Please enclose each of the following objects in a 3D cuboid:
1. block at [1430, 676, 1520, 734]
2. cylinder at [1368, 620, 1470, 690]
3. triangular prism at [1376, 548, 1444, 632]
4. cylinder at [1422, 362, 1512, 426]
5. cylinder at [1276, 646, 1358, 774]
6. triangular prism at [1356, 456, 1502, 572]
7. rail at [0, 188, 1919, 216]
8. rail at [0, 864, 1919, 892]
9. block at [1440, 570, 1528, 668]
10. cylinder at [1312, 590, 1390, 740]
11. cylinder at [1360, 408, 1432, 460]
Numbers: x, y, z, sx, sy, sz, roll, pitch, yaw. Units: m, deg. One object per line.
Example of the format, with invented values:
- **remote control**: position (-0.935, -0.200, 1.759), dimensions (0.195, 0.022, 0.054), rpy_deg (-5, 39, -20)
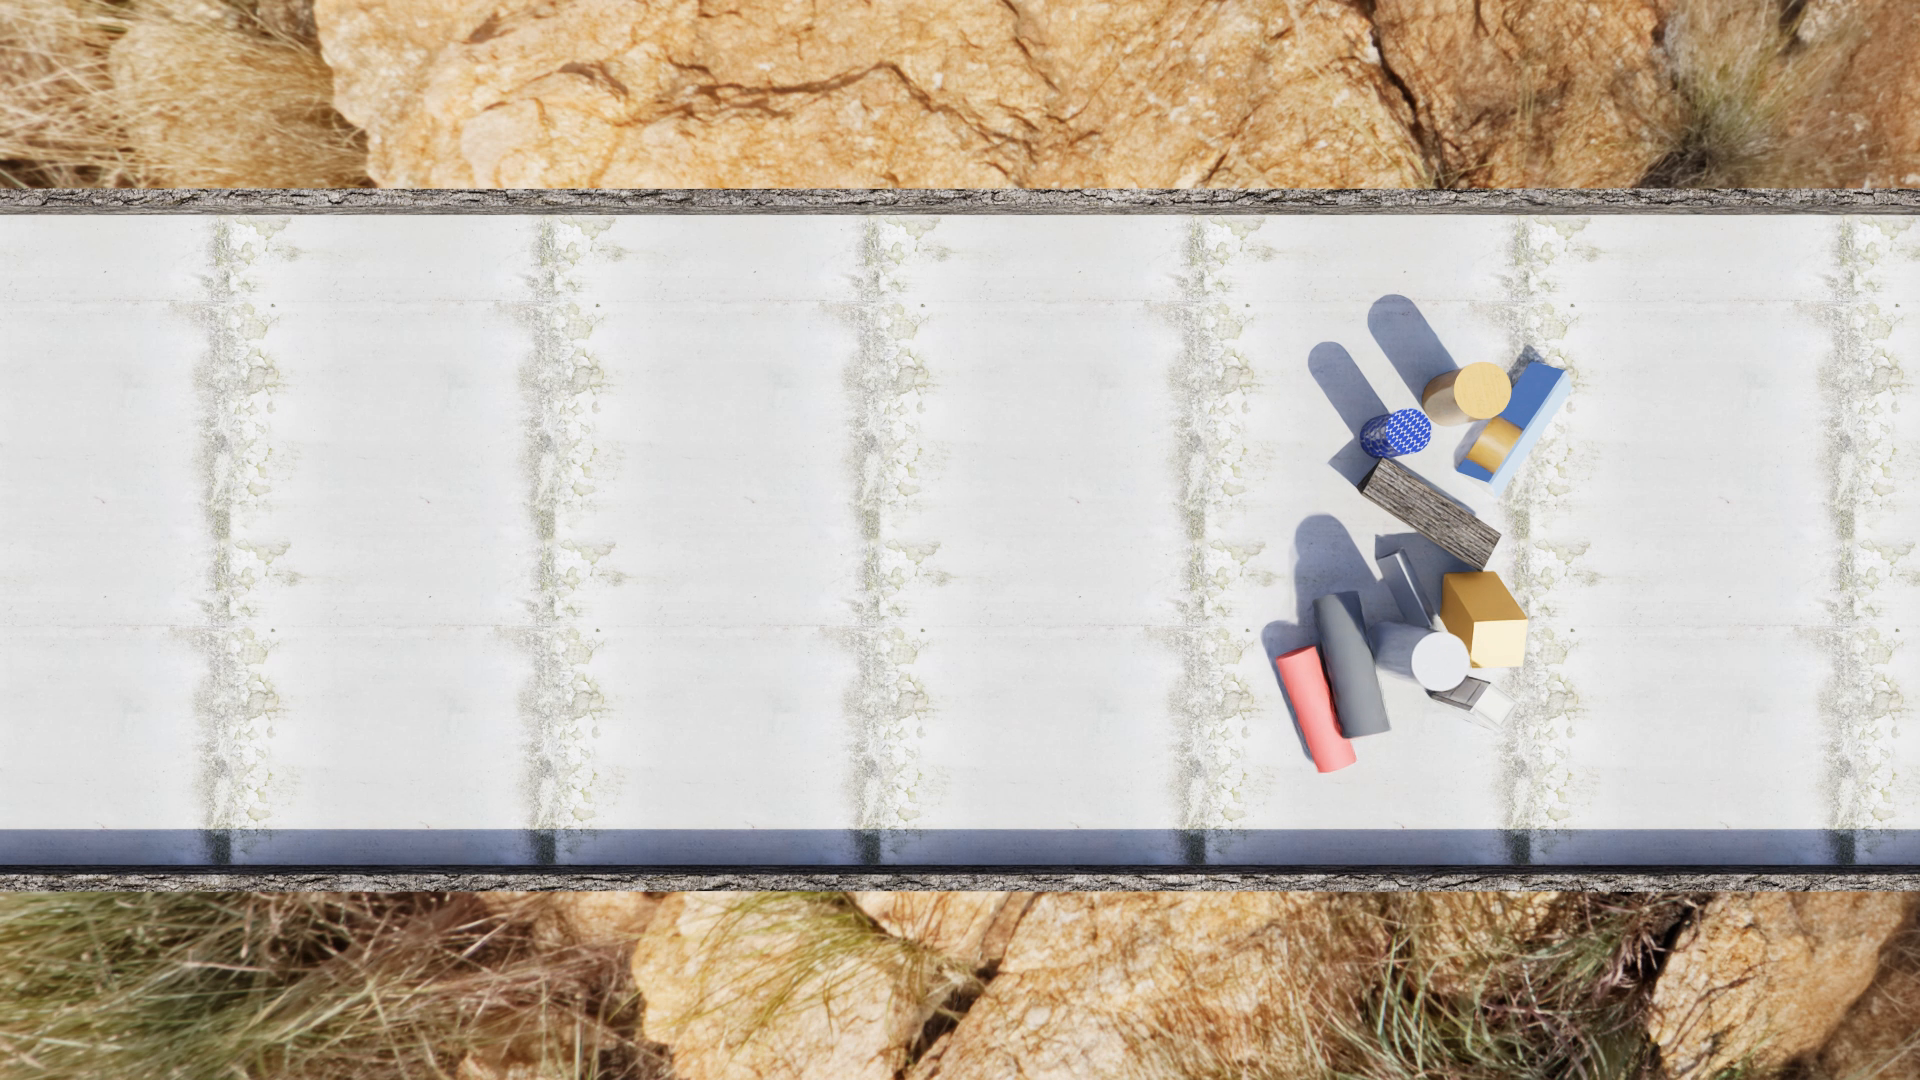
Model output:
- **block**: position (1.519, 0.476, 4.877), dimensions (0.104, 0.398, 0.104), rpy_deg (36, 90, 0)
- **cylinder**: position (1.332, 0.335, 4.846), dimensions (0.166, 0.451, 0.166), rpy_deg (0, 91, -4)
- **triangular prism**: position (1.389, 0.183, 5.035), dimensions (0.091, 0.079, 0.312), rpy_deg (-26, 90, 0)
- **cylinder**: position (1.504, -0.431, 4.912), dimensions (0.165, 0.329, 0.165), rpy_deg (0, 90, 0)
- **cylinder**: position (1.084, 0.514, 5.015), dimensions (0.123, 0.123, 0.369), rpy_deg (-21, 90, 0)
- **triangular prism**: position (1.405, -0.056, 4.982), dimensions (0.429, 0.123, 0.142), rpy_deg (33, 133, 0)
- **rail**: position (-2.247, -1.025, 5.002), dimensions (12.000, 0.150, 0.050), rpy_deg (0, 90, 0)
- **rail**: position (-2.247, 1.025, 5.001), dimensions (12.000, 0.150, 0.050), rpy_deg (0, 90, 0)
- **block**: position (1.554, 0.233, 4.904), dimensions (0.154, 0.308, 0.154), rpy_deg (-3, 116, 0)
- **cylinder**: position (1.176, 0.377, 4.967), dimensions (0.140, 0.140, 0.427), rpy_deg (-11, 79, 0)
- **cylinder**: position (1.296, -0.314, 4.920), dimensions (0.133, 0.313, 0.133), rpy_deg (0, 90, 0)
